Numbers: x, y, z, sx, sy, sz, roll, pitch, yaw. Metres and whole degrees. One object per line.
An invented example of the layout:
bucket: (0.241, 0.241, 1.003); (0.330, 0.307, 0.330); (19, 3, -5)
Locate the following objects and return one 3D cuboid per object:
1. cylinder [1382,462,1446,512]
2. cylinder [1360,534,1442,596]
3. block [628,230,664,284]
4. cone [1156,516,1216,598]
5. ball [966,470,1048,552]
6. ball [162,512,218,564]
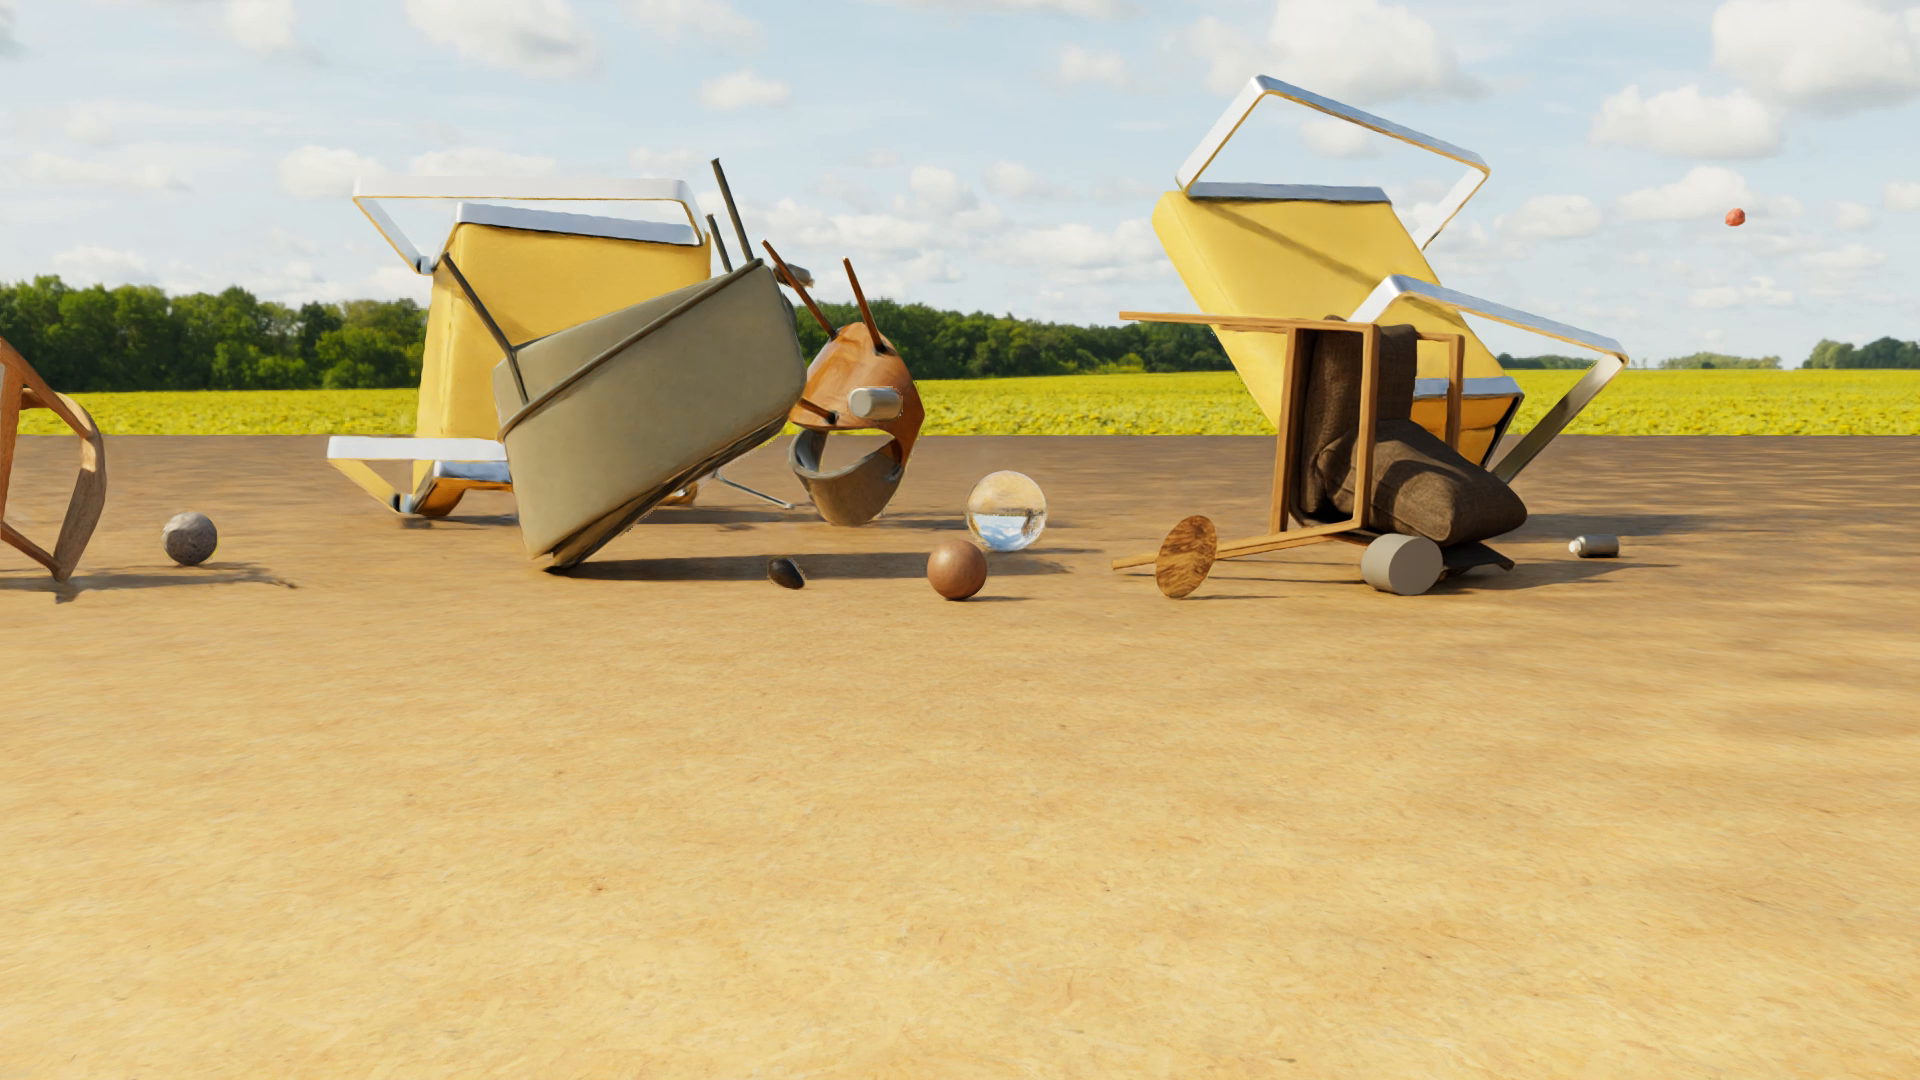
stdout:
cylinder: (1.657, -0.191, 8.024); (0.185, 0.181, 0.172); (3, 36, 33)
cylinder: (0.973, 0.053, 4.851); (0.114, 0.137, 0.152); (45, -6, -12)
block: (-1.099, -0.992, 7.720); (0.070, 0.124, 0.126); (-23, -22, -9)
cone: (0.463, 0.021, 4.729); (0.146, 0.191, 0.088); (10, 15, -32)
ball: (0.127, -0.078, 6.049); (0.224, 0.224, 0.224); (0, 4, 0)
ball: (-1.967, -0.004, 5.618); (0.136, 0.136, 0.136); (0, 4, 0)
